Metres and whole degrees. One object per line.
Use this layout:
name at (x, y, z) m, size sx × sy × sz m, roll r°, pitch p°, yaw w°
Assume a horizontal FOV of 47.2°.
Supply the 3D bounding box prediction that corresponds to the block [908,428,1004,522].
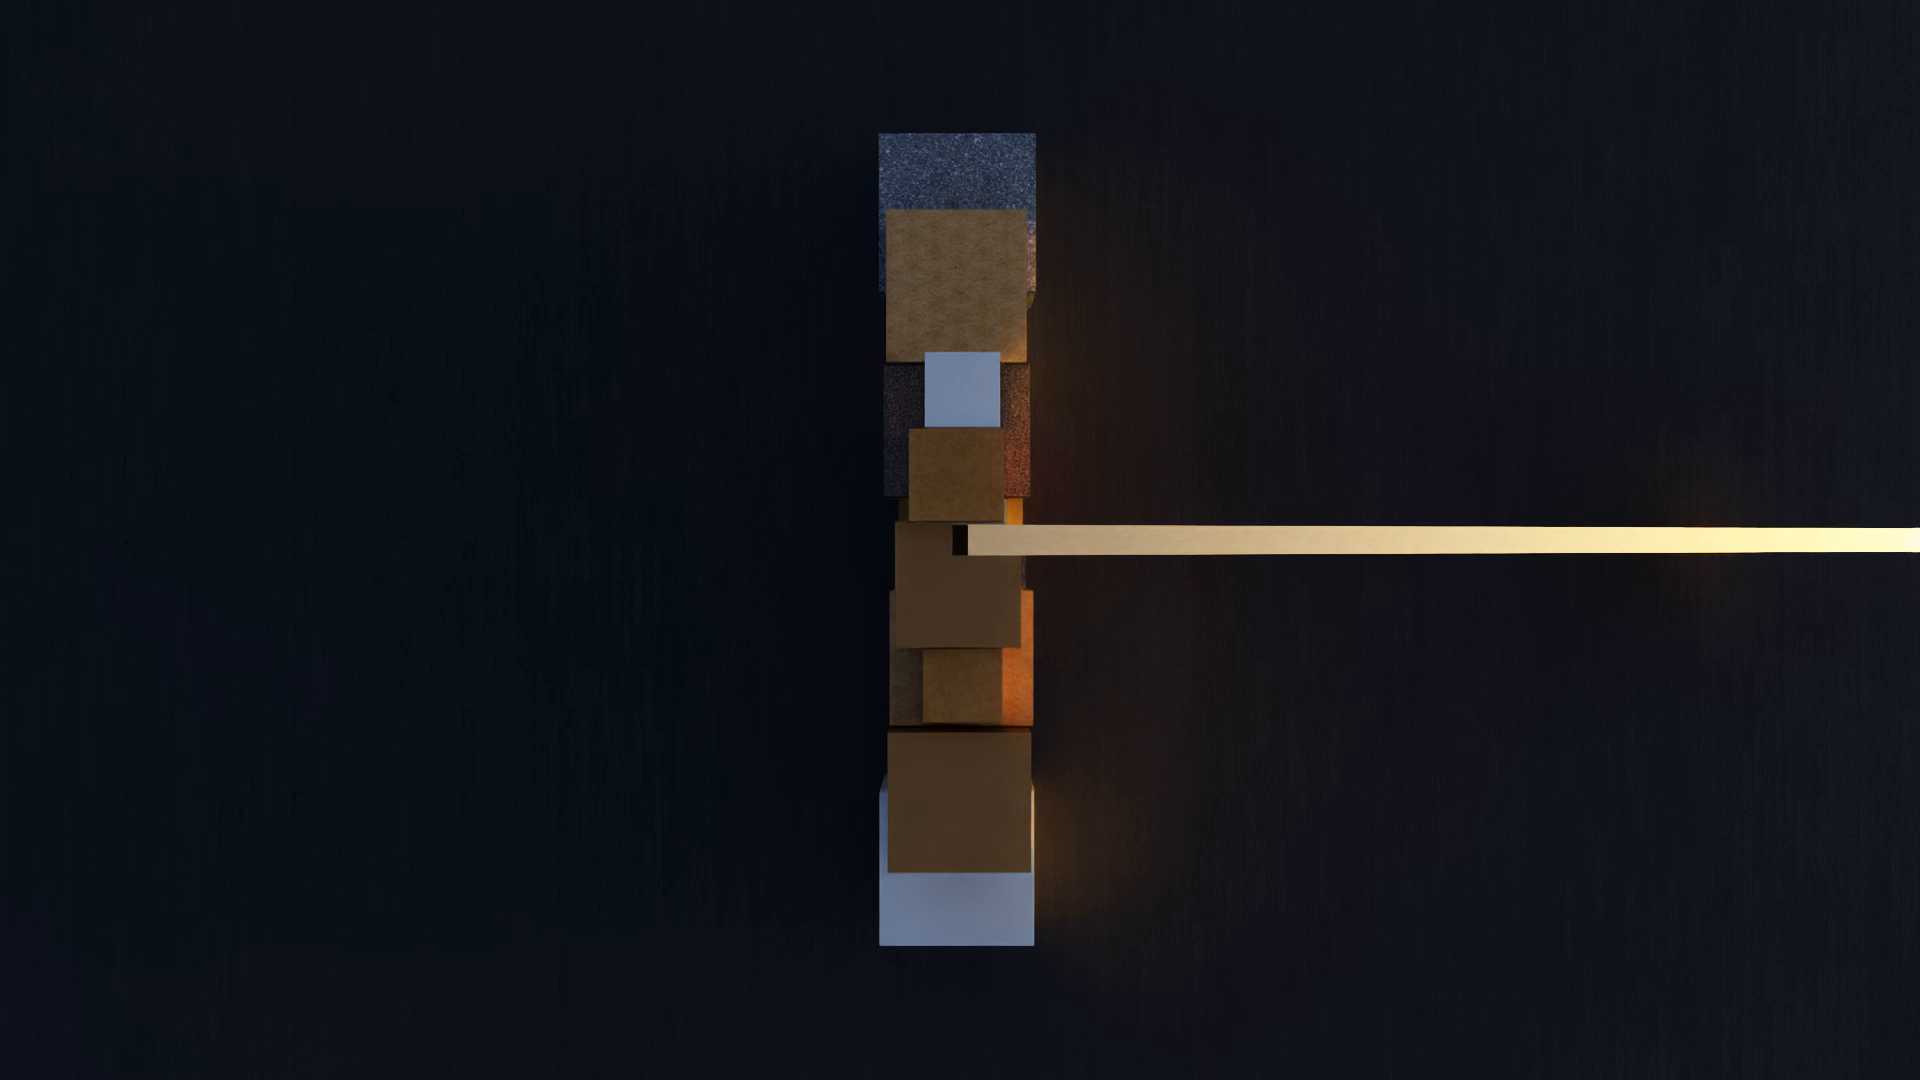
block at (-0.018, -0.323, 11.194) m, size 0.472 × 0.555 × 0.460 m, roll 0°, pitch 90°, yaw 0°

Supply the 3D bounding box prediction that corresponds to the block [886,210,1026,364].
block at (-0.019, -1.320, 11.730) m, size 0.726 × 0.734 × 0.787 m, roll 0°, pitch 91°, yaw 0°

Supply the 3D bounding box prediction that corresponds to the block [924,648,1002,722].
block at (0.015, 0.741, 11.386) m, size 0.405 × 0.421 × 0.374 m, roll 0°, pitch 89°, yaw 0°

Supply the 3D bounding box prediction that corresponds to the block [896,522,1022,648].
block at (-0.009, 0.227, 11.337) m, size 0.634 × 0.530 × 0.635 m, roll 0°, pitch 90°, yaw 0°

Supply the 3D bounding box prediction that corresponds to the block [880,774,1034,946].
block at (-0.017, 1.813, 12.563) m, size 0.854 × 0.873 × 0.849 m, roll 0°, pitch 90°, yaw 0°

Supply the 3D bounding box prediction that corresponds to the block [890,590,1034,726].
block at (0.007, 0.628, 11.929) m, size 0.759 × 0.661 × 0.711 m, roll 0°, pitch 89°, yaw 0°

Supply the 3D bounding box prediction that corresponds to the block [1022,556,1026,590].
block at (0.014, 0.340, 12.665) m, size 0.706 × 0.669 × 0.671 m, roll 0°, pitch 90°, yaw 0°

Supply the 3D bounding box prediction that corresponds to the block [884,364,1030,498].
block at (-0.017, -0.575, 11.816) m, size 0.763 × 0.689 × 0.694 m, roll 0°, pitch 90°, yaw 0°

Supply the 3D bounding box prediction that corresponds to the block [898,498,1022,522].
block at (0.003, -0.349, 12.580) m, size 0.688 × 0.839 × 0.688 m, roll 0°, pitch 90°, yaw 0°

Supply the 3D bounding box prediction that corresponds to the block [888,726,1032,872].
block at (-0.003, 1.355, 11.716) m, size 0.738 × 0.821 × 0.721 m, roll 0°, pitch 89°, yaw 0°

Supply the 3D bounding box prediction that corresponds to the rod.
rod at (2.234, 0.000, 7.080) m, size 5.200 × 0.080 × 0.080 m, roll 0°, pitch 90°, yaw -31°

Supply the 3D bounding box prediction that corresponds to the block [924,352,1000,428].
block at (0.012, -0.745, 11.155) m, size 0.374 × 0.430 × 0.382 m, roll 0°, pitch 90°, yaw 0°

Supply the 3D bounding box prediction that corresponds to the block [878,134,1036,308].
block at (-0.014, -1.804, 12.548) m, size 0.865 × 0.904 × 0.867 m, roll 0°, pitch 90°, yaw 0°

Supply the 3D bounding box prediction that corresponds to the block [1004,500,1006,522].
block at (0.005, 0.026, 11.936) m, size 0.486 × 0.450 × 0.486 m, roll 0°, pitch 90°, yaw 0°
